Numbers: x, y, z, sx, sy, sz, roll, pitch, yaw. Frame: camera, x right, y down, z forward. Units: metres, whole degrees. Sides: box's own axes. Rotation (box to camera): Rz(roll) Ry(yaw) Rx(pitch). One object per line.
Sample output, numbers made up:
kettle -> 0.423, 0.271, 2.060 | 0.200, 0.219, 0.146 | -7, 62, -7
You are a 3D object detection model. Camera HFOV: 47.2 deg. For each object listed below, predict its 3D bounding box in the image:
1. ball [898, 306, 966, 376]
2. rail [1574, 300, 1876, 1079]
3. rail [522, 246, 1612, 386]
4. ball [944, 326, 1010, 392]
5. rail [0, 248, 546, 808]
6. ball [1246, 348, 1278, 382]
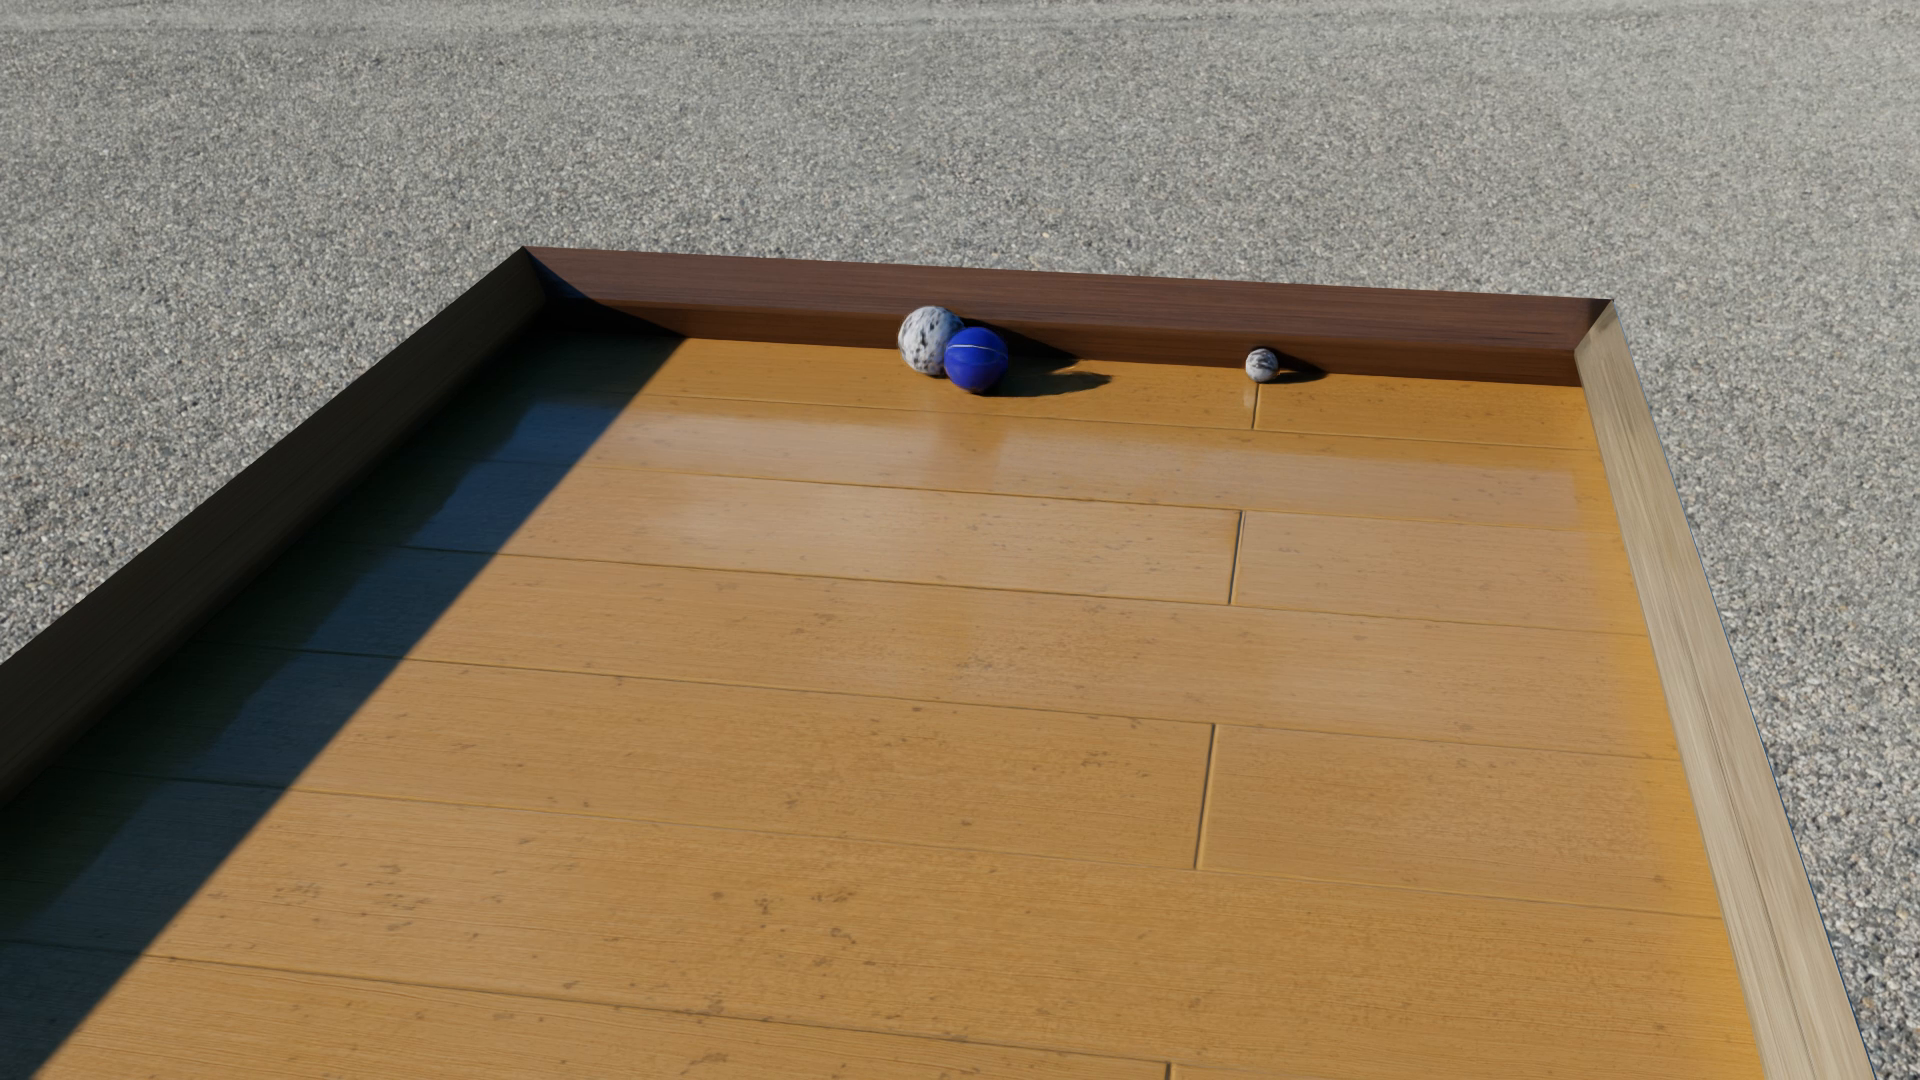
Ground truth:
ball -> -0.035, -0.257, 2.835 | 0.090, 0.090, 0.090 | 0, 24, 0
rail -> 0.569, 0.293, 1.554 | 0.045, 0.116, 2.726 | 4, 24, 9
rail -> 0.110, -0.287, 2.867 | 1.432, 0.116, 0.045 | 4, 24, 9
ball -> 0.021, -0.228, 2.775 | 0.083, 0.083, 0.083 | 0, 24, 0
rail -> -0.796, 0.199, 1.765 | 0.045, 0.116, 2.726 | 4, 24, 9
ball -> 0.387, -0.224, 2.817 | 0.043, 0.043, 0.043 | 0, 24, 0
